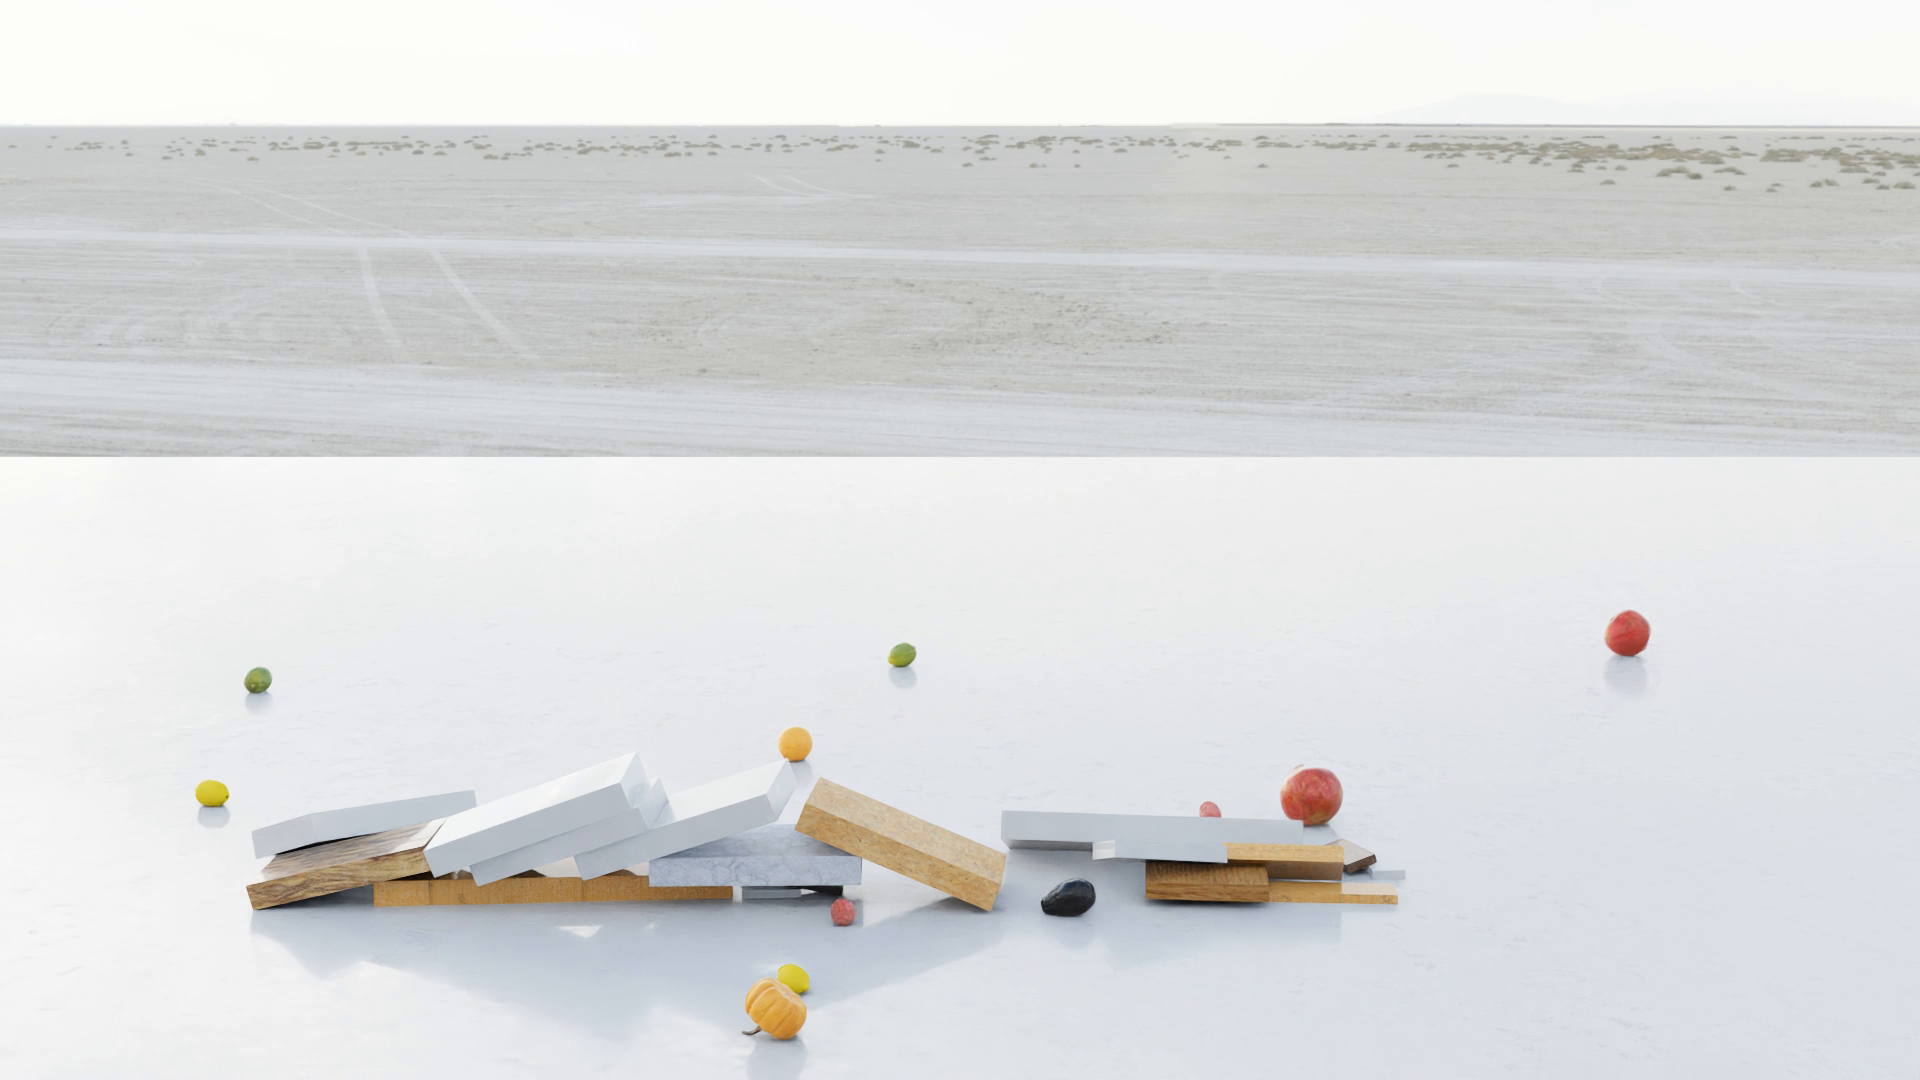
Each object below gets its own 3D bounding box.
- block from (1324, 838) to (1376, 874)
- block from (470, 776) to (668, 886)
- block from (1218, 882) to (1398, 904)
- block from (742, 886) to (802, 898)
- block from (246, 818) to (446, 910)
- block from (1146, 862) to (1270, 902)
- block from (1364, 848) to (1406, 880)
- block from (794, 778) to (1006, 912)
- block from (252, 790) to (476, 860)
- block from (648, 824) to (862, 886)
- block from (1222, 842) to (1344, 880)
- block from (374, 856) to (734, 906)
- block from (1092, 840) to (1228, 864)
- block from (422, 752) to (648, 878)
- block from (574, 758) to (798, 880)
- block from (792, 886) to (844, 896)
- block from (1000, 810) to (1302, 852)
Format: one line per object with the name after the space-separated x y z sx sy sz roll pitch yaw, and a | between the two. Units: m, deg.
0.668 0.546 3.807 0.057 0.016 0.113 -18 12 -16 | block
-0.644 0.480 3.624 0.304 0.043 0.152 -19 10 9 | block
0.551 0.585 3.653 0.342 0.016 0.057 1 11 3 | block
-0.314 0.583 3.671 0.098 0.014 0.049 -1 11 -3 | block
-1.009 0.536 3.651 0.304 0.043 0.152 -13 10 4 | block
0.407 0.565 3.637 0.200 0.028 0.100 1 11 4 | block
0.723 0.559 3.792 0.057 0.016 0.113 -1 11 -6 | block
-0.095 0.502 3.649 0.344 0.049 0.172 23 9 1 | block
-1.025 0.491 3.803 0.171 0.049 0.343 -18 -10 37 | block
-0.335 0.523 3.659 0.344 0.049 0.172 0 11 -1 | block
0.542 0.541 3.698 0.200 0.028 0.100 1 -26 7 | block
-0.674 0.563 3.698 0.585 0.043 0.152 -1 11 -4 | block
0.332 0.520 3.658 0.200 0.028 0.100 5 -12 -17 | block
-0.696 0.450 3.621 0.343 0.049 0.171 -20 10 5 | block
-0.450 0.459 3.618 0.344 0.049 0.172 -18 11 11 | block
-0.244 0.572 3.676 0.098 0.014 0.049 11 10 -2 | block
0.331 0.509 3.794 0.507 0.049 0.171 1 -13 6 | block
